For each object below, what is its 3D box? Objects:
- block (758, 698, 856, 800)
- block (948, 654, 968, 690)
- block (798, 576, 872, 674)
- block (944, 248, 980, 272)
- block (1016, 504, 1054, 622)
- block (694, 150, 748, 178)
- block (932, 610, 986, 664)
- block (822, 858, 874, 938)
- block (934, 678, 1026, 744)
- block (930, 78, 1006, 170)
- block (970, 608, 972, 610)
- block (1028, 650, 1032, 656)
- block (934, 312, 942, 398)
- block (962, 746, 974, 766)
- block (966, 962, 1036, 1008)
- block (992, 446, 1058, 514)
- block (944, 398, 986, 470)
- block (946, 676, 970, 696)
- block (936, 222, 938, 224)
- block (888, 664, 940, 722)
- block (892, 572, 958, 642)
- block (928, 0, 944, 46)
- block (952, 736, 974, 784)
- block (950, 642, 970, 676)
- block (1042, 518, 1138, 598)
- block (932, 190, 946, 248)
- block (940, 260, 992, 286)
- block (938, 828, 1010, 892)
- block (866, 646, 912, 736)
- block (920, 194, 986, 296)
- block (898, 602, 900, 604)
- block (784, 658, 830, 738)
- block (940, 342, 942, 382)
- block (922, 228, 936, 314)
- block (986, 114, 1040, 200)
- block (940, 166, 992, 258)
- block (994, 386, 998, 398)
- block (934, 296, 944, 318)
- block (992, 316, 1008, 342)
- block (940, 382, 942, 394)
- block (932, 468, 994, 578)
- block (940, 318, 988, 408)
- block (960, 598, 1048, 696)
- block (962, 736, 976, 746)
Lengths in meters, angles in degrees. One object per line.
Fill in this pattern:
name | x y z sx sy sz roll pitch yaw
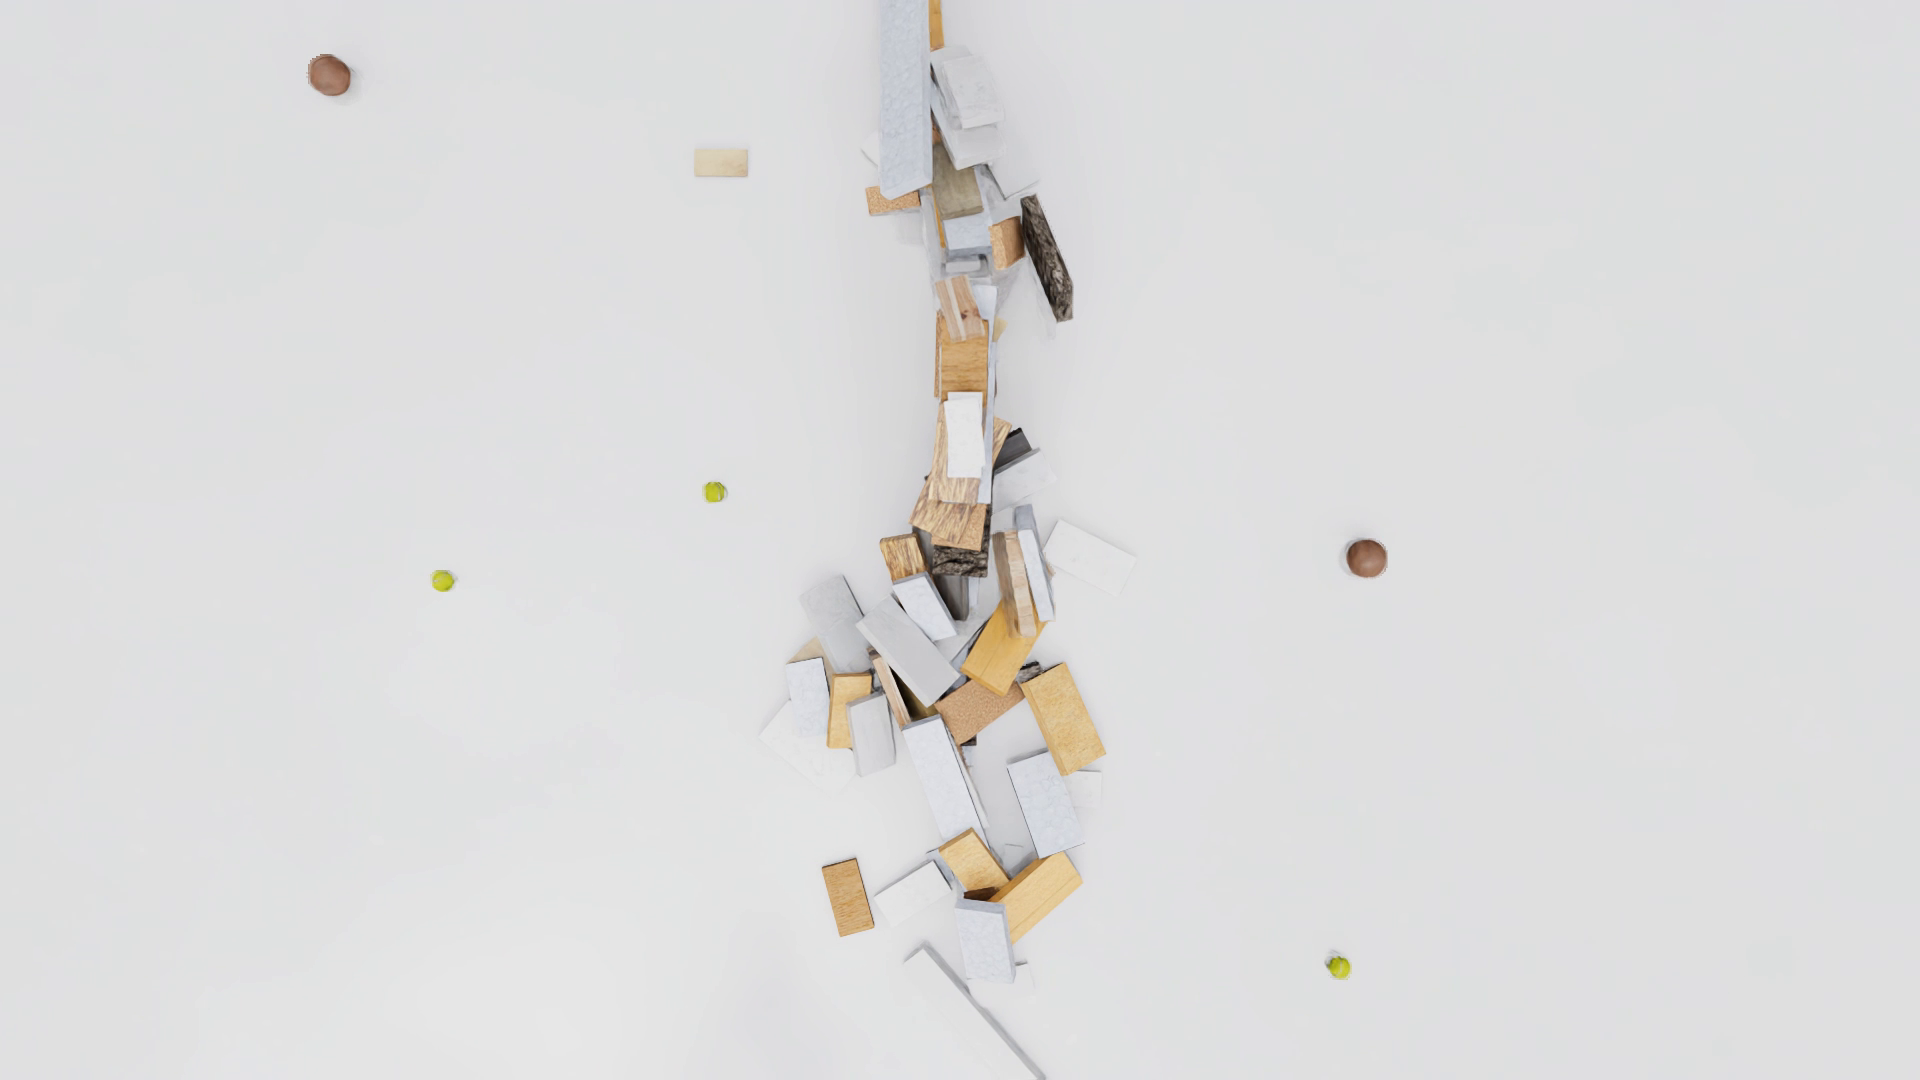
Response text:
block | -0.492 0.693 5.477 0.324 0.046 0.162 39 90 0
block | -0.022 0.402 5.448 0.092 0.026 0.184 4 66 2
block | -0.391 0.293 5.440 0.159 0.045 0.318 -27 90 -30
block | 0.006 -0.884 5.197 0.105 0.211 0.030 -4 112 0
block | 0.244 0.073 5.339 0.049 0.172 0.344 -11 119 7
block | -0.795 -1.254 5.488 0.174 0.025 0.087 0 90 0
block | -0.012 0.317 5.414 0.086 0.024 0.200 36 73 17
block | -0.372 1.188 5.483 0.118 0.033 0.236 -15 90 0
block | 0.068 0.525 5.386 0.305 0.043 0.153 -32 91 -39
block | 0.007 -1.322 5.170 0.165 0.047 0.330 -19 67 -8
block | 0.002 0.252 5.466 0.067 0.019 0.133 12 70 4
block | 0.162 0.353 5.490 0.143 0.020 0.072 40 90 0
block | 0.007 -0.645 5.430 0.175 0.049 0.349 2 105 0
block | -0.003 0.657 5.461 0.092 0.026 0.185 0 73 0
block | 0.137 1.483 5.485 0.209 0.030 0.104 -15 90 0
block | 0.178 -0.190 5.295 0.240 0.034 0.120 -28 119 6
block | 0.016 -0.315 4.890 0.102 0.029 0.203 -7 95 4
block | -0.003 0.478 5.442 0.092 0.026 0.184 -7 66 -3
block | -0.024 -1.093 5.320 0.105 0.030 0.211 -3 66 2
block | -0.154 0.493 5.411 0.041 0.145 0.291 -29 96 -24
block | -0.112 0.219 5.329 0.120 0.034 0.239 -17 118 22
block | -0.132 -1.626 5.415 0.160 0.045 0.320 -5 66 0
block | -0.026 0.733 5.405 0.092 0.026 0.184 -16 107 5
block | -0.012 0.375 5.414 0.067 0.019 0.133 12 68 5
block | 0.425 0.060 5.479 0.291 0.041 0.145 27 90 0
block | -0.023 -1.035 5.261 0.105 0.030 0.211 -8 66 -1
block | 0.015 -0.820 5.136 0.152 0.304 0.043 -4 110 0
block | 0.057 1.078 5.402 0.131 0.037 0.262 -33 108 8
block | -0.225 0.494 5.390 0.041 0.145 0.291 -23 105 -6
block | -0.014 -0.956 5.337 0.175 0.049 0.349 -9 77 -1
block | -0.164 0.323 5.438 0.034 0.120 0.239 -29 90 -14
block | -0.492 0.520 5.436 0.125 0.035 0.249 -11 90 0
block | 0.009 -0.495 5.417 0.153 0.043 0.305 1 114 0
block | -0.013 -0.868 5.439 0.175 0.049 0.349 -9 101 -1
block | 0.146 -1.280 5.482 0.131 0.037 0.261 -29 90 0
block | 0.013 -1.039 5.218 0.152 0.043 0.304 -8 66 -8
block | 0.039 -0.579 5.164 0.135 0.038 0.271 -4 80 -2
block | 0.006 -0.740 5.193 0.152 0.355 0.043 -6 94 2
block | 0.065 -0.616 5.079 0.088 0.025 0.176 33 88 4
block | 0.014 -0.469 5.343 0.153 0.043 0.305 1 105 0
block | 0.011 -0.058 5.179 0.171 0.048 0.341 4 86 3
block | 0.014 -0.524 4.951 0.138 0.039 0.275 2 107 4
block | 0.153 0.331 5.413 0.167 0.047 0.333 32 67 0
block | 0.005 0.589 5.450 0.092 0.026 0.185 -2 66 -1
